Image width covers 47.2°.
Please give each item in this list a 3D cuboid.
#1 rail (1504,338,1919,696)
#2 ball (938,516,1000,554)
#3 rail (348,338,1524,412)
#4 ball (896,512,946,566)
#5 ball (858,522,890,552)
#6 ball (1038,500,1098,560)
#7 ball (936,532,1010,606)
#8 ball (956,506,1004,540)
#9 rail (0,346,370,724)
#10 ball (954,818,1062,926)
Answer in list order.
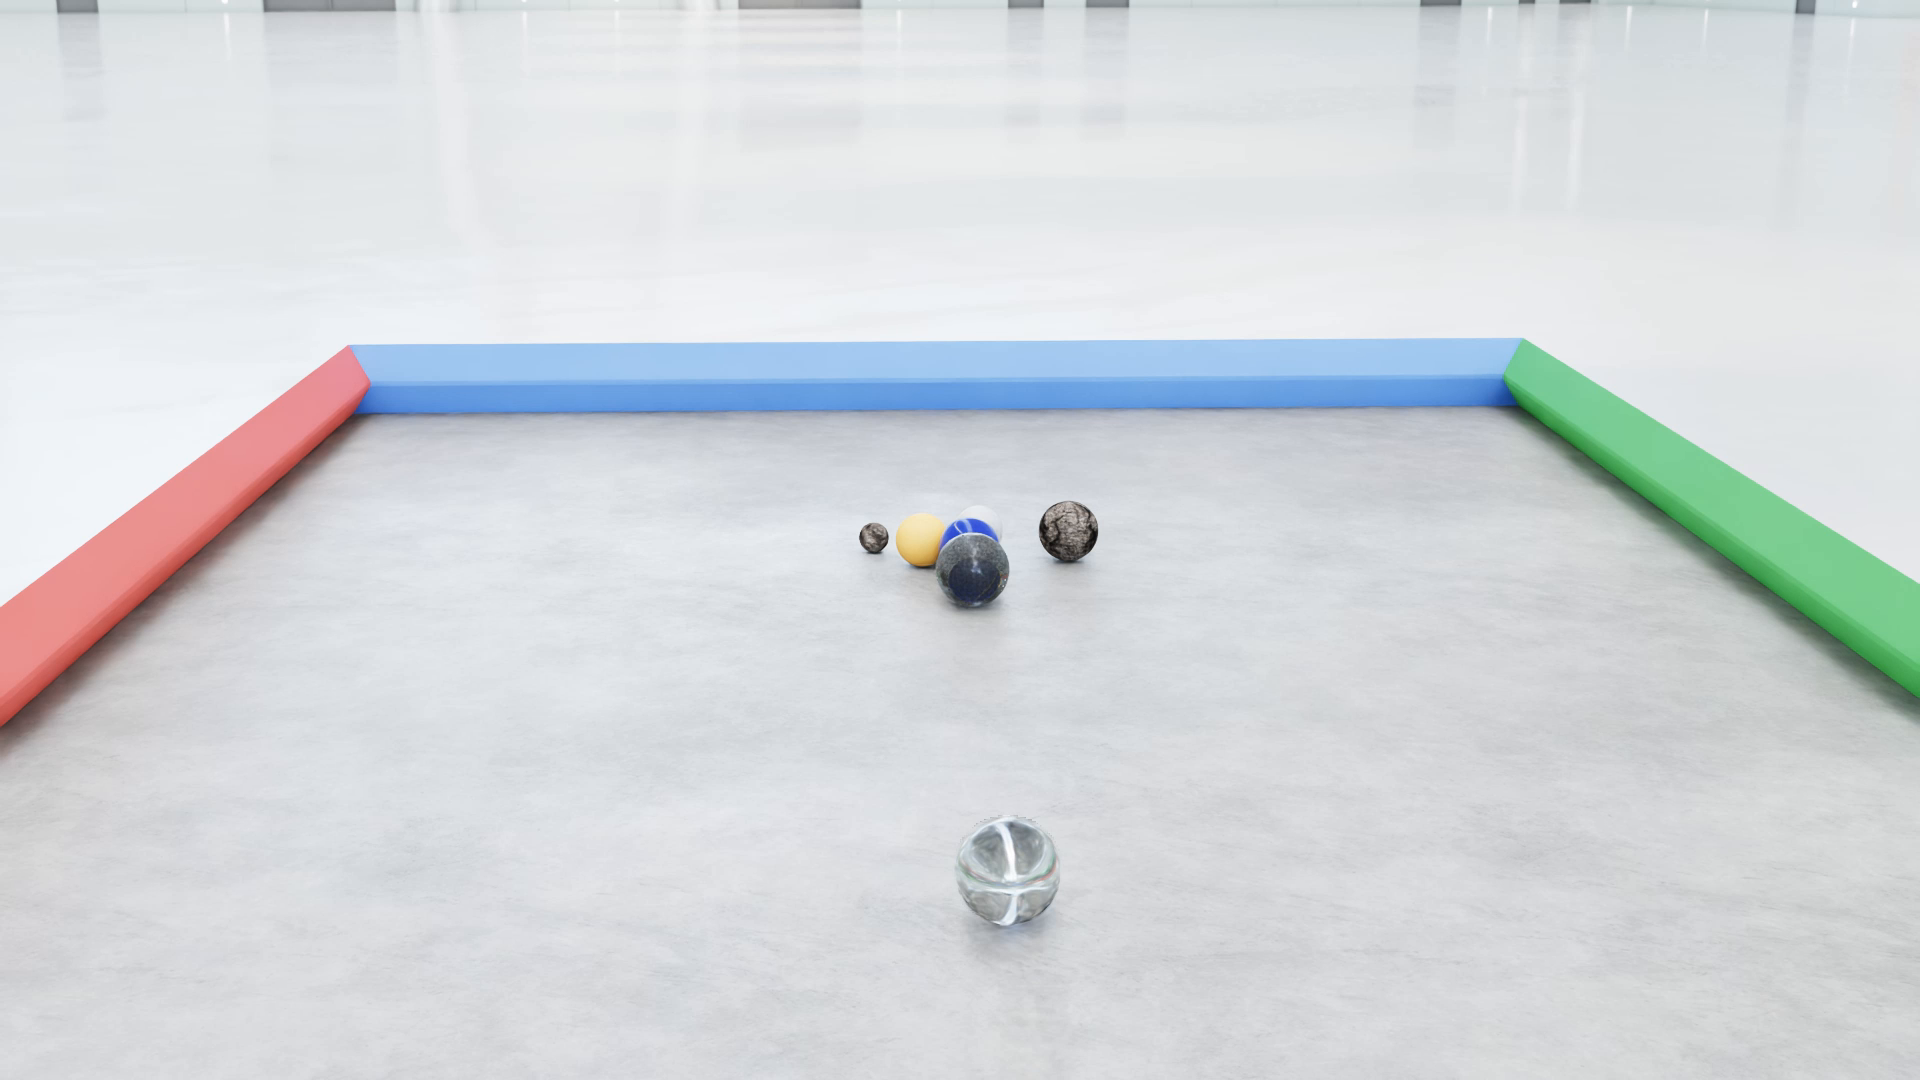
[{"bbox_3d":[1.034,0.232,1.935,0.045,0.119,4.028,-1,15,-2],"label":"rail"},{"bbox_3d":[0.012,0.010,2.829,0.079,0.079,0.079,0,15,0],"label":"ball"},{"bbox_3d":[-0.033,-0.282,3.822,2.049,0.119,0.045,-1,15,-2],"label":"rail"},{"bbox_3d":[-0.050,0.000,2.883,0.070,0.070,0.070,0,15,0],"label":"ball"},{"bbox_3d":[-0.115,-0.003,2.952,0.040,0.040,0.040,0,15,0],"label":"ball"},{"bbox_3d":[0.144,-0.012,2.909,0.080,0.080,0.080,0,15,0],"label":"ball"},{"bbox_3d":[0.016,0.036,2.708,0.092,0.092,0.092,0,15,0],"label":"ball"},{"bbox_3d":[0.025,-0.013,2.939,0.066,0.066,0.066,0,15,0],"label":"ball"},{"bbox_3d":[-0.967,0.249,1.870,0.045,0.119,4.028,-1,15,-2],"label":"rail"},{"bbox_3d":[0.040,0.276,1.833,0.089,0.089,0.089,0,15,0],"label":"ball"}]
